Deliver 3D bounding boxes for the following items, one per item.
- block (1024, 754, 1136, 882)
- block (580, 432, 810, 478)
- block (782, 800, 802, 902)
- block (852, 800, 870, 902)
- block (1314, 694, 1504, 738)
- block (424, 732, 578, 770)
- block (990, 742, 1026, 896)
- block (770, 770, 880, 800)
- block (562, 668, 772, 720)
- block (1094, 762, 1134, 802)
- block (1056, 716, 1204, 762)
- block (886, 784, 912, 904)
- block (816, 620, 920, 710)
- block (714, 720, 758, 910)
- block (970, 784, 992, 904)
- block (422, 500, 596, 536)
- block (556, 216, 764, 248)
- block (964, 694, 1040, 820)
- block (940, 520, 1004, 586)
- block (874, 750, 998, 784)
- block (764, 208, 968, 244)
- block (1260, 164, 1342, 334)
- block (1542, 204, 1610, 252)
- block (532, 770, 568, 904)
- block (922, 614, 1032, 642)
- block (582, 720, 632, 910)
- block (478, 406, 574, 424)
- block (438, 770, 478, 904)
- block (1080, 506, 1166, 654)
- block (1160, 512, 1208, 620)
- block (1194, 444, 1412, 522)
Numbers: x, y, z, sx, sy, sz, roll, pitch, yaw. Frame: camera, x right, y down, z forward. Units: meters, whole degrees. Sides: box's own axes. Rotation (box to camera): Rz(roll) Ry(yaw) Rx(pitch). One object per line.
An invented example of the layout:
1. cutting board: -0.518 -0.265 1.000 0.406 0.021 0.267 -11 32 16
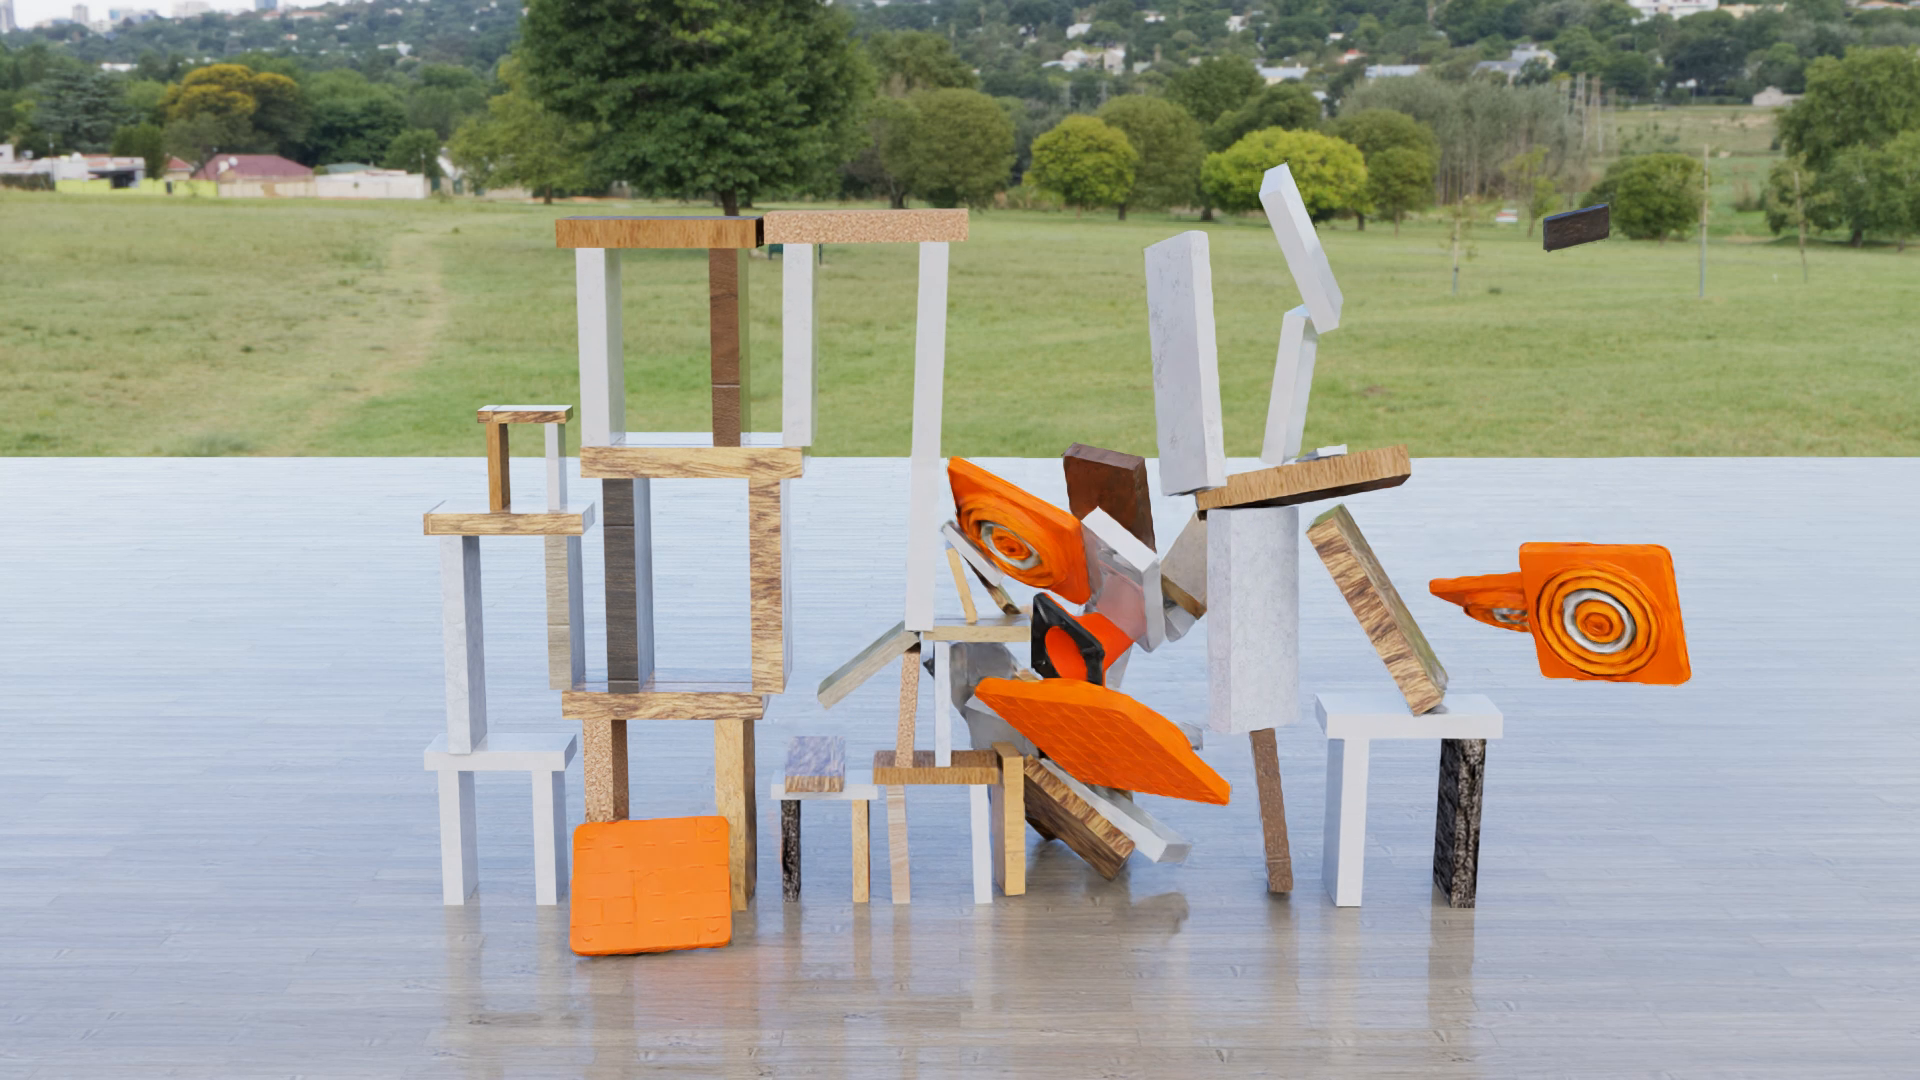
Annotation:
1. block: 0.186 0.470 3.706 0.233 0.117 0.033 40 63 13
2. block: -0.421 -0.137 3.529 0.347 0.049 0.174 0 11 1
3. block: -0.280 0.503 3.658 0.025 0.175 0.087 0 10 0
4. block: -0.164 0.503 3.658 0.025 0.175 0.087 0 10 0
5. block: 0.737 0.289 3.622 0.283 0.040 0.141 0 10 1
6. block: -0.756 0.349 3.627 0.229 0.032 0.114 0 11 0
7. block: 0.080 0.465 3.688 0.033 0.233 0.117 -3 8 -10
8. block: -0.222 0.405 3.641 0.175 0.025 0.087 0 10 0
9. block: -0.476 0.251 3.604 0.322 0.046 0.161 0 11 1
10. block: 0.272 0.471 3.922 0.070 0.139 0.020 7 15 31
11. block: 0.278 0.346 3.801 0.134 0.038 0.267 14 -18 -37
12. block: -0.101 0.489 3.653 0.029 0.203 0.101 -3 11 1
13. block: -0.149 0.200 3.594 0.191 0.027 0.095 -37 8 6
14. block: -0.370 0.432 3.639 0.046 0.322 0.161 0 11 1
15. block: 0.035 0.489 3.653 0.029 0.203 0.101 -2 11 0
16. block: -0.725 -0.036 3.548 0.252 0.036 0.126 0 11 0
17. block: -0.468 -0.486 3.465 0.309 0.044 0.154 0 11 1
18. block: 0.080 0.376 3.800 0.117 0.233 0.033 17 47 29
19. block: 0.020 0.020 3.552 0.018 0.127 0.063 -44 3 8
20. block: -0.041 0.375 3.632 0.202 0.029 0.101 0 11 -1
21. block: -0.145 -0.495 3.468 0.315 0.045 0.158 -1 10 0
22. block: 0.542 -0.462 3.482 0.035 0.246 0.123 -18 23 22
23. block: 0.940 -0.476 3.357 0.101 0.050 0.014 -14 25 -8
24. block: -0.680 0.477 3.651 0.032 0.229 0.114 0 11 0
25. block: 0.027 0.143 3.587 0.175 0.025 0.087 0 10 -1
26. block: -0.583 0.432 3.639 0.046 0.322 0.161 0 11 0
27. block: -0.696 -0.202 3.523 0.140 0.020 0.070 0 11 0
28. block: -0.832 0.477 3.651 0.032 0.229 0.114 0 11 0
29. block: 0.260 0.066 3.482 0.037 0.265 0.132 -41 62 -16
30. block: 0.417 0.037 3.828 0.111 0.031 0.222 38 41 2
31. block: 0.562 -0.093 3.638 0.345 0.049 0.172 -10 -6 5
